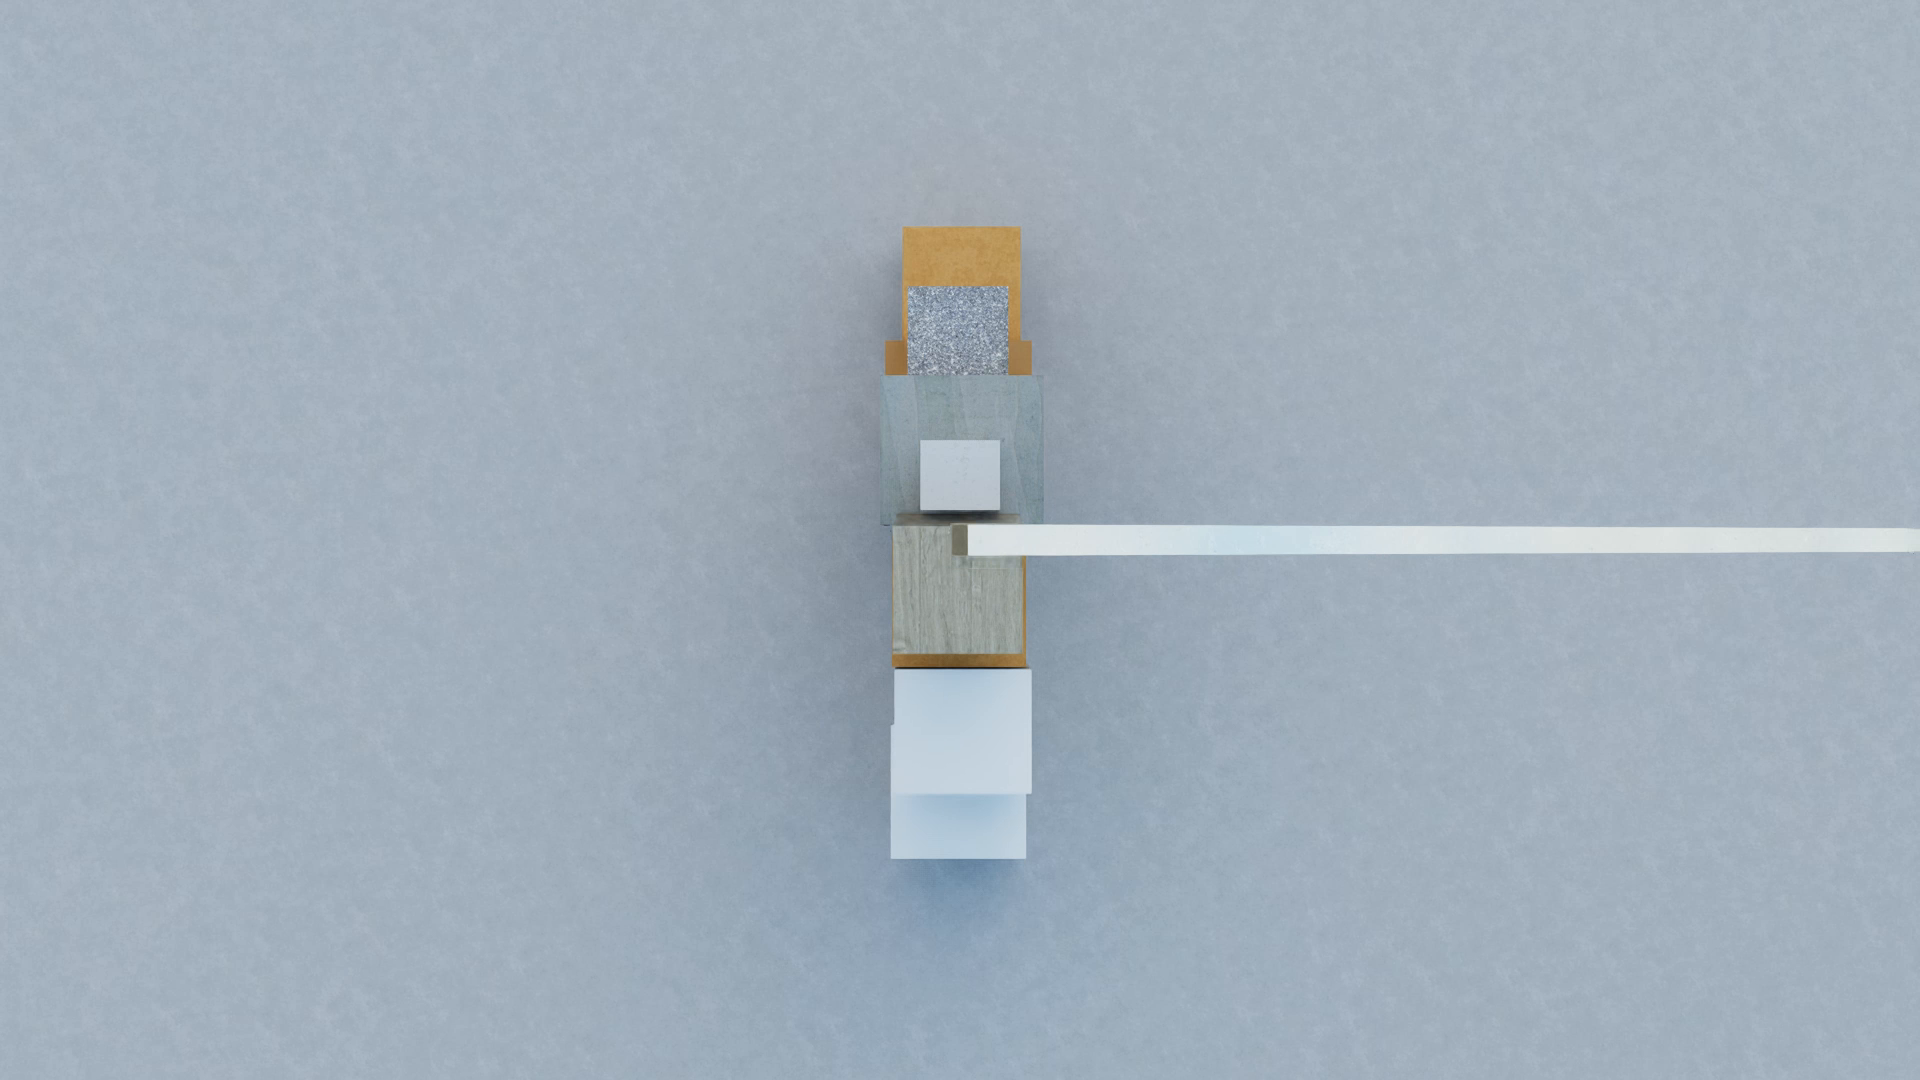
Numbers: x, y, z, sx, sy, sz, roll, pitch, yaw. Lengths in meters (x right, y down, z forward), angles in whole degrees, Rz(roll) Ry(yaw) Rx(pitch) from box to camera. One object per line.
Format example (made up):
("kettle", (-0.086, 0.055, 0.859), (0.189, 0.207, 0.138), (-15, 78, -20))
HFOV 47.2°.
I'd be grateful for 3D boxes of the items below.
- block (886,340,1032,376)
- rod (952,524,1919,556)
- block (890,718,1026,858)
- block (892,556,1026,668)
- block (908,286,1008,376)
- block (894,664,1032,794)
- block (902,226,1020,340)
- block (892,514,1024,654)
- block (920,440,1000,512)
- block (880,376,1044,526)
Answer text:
("block", (-0.009, -0.703, 12.577), (0.810, 0.846, 0.796), (0, 90, 0))
("rod", (2.234, 0.000, 7.003), (5.200, 0.080, 0.080), (0, 90, -31))
("block", (-0.009, 1.399, 12.606), (0.753, 0.788, 0.740), (0, 90, 0))
("block", (-0.005, 0.304, 12.030), (0.713, 0.734, 0.745), (0, 90, 0))
("block", (-0.011, -1.102, 11.878), (0.533, 0.551, 0.474), (0, 90, 0))
("block", (0.015, 1.010, 11.883), (0.720, 0.658, 0.652), (0, 89, 0))
("block", (0.009, -1.440, 12.707), (0.666, 0.586, 0.658), (0, 90, 0))
("block", (-0.010, 0.212, 11.123), (0.640, 0.610, 0.635), (0, 96, 0))
("block", (0.001, -0.322, 11.182), (0.396, 0.431, 0.349), (0, 90, 0))
("block", (0.010, -0.467, 11.776), (0.847, 0.756, 0.776), (0, 90, 0))
